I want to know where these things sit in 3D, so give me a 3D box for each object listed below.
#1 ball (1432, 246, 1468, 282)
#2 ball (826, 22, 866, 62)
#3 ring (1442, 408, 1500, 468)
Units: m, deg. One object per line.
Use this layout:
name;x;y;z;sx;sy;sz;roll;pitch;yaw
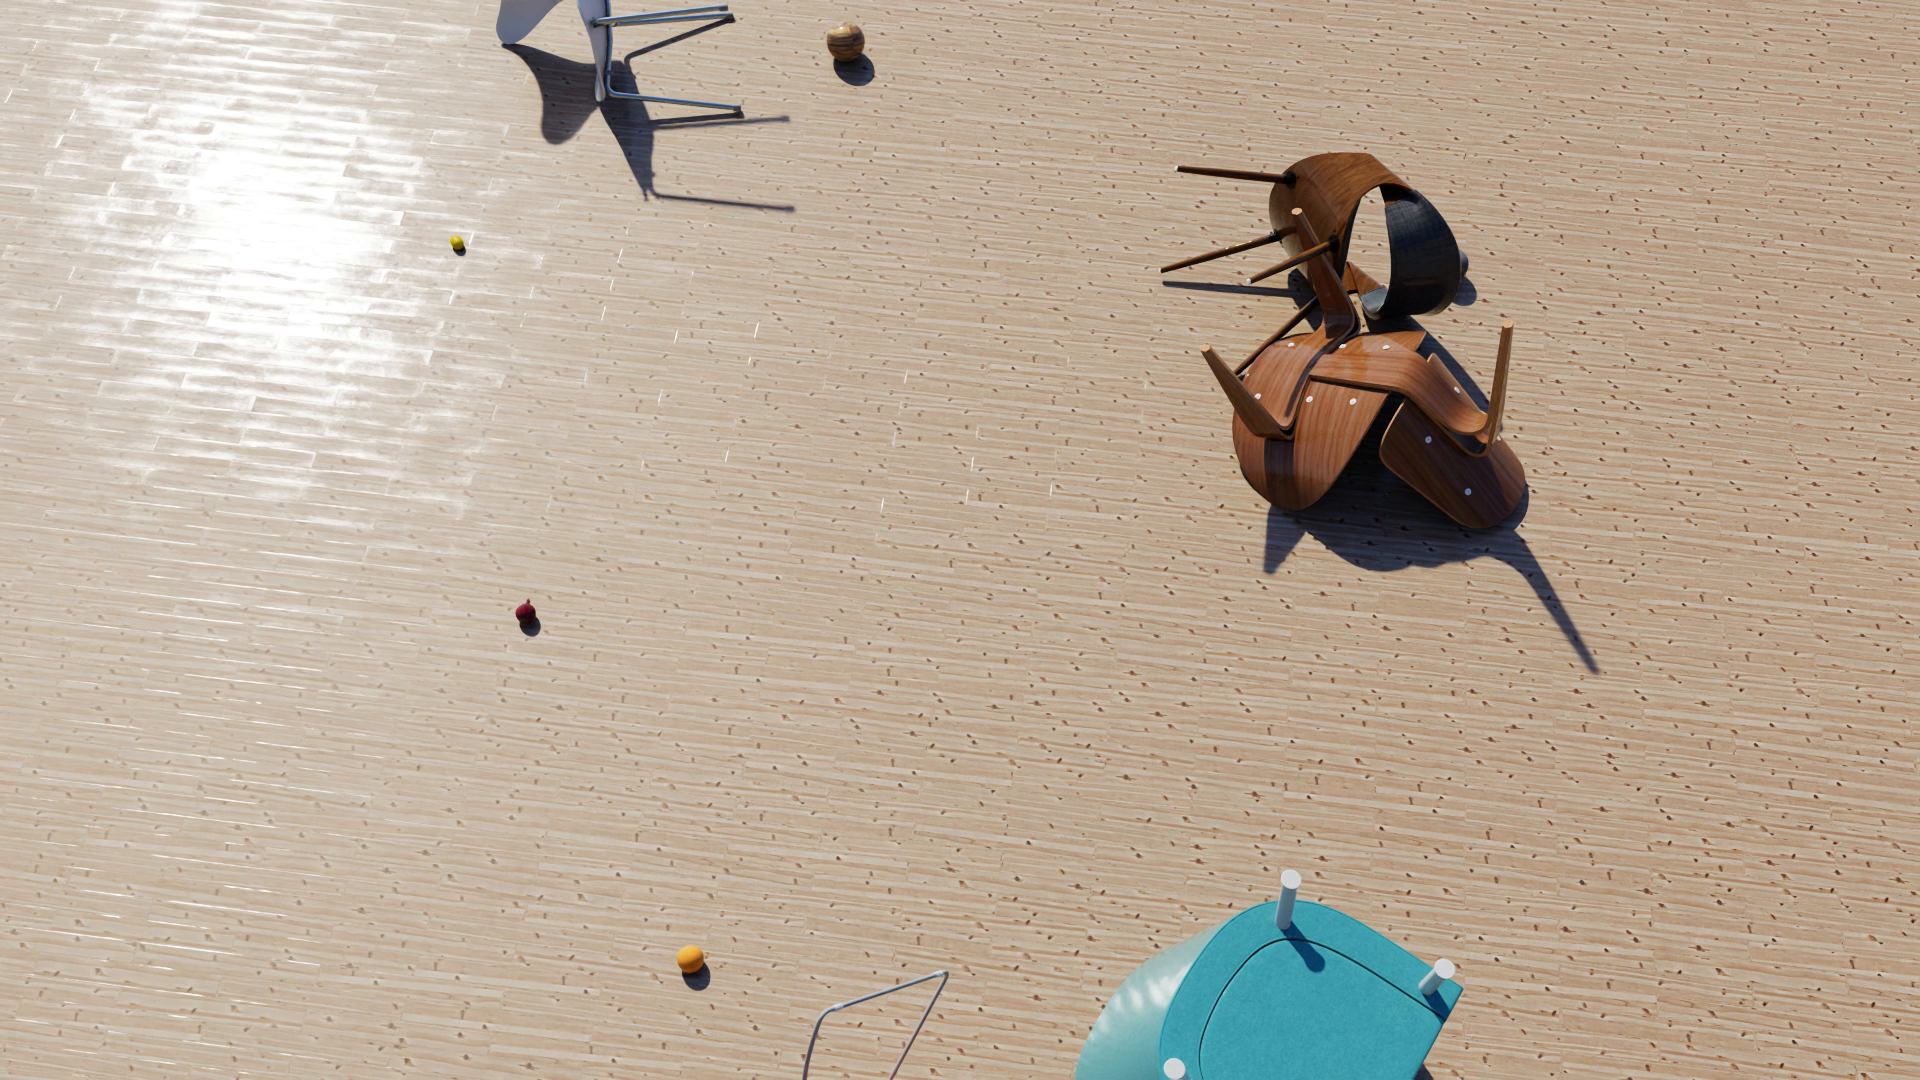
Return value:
ball;1.584;-0.889;7.102;0.114;0.114;0.114;0;56;0
ball;-0.398;-1.736;7.657;0.137;0.137;0.137;0;56;0
ring;1.565;-0.313;6.741;0.179;0.072;0.210;9;59;1
